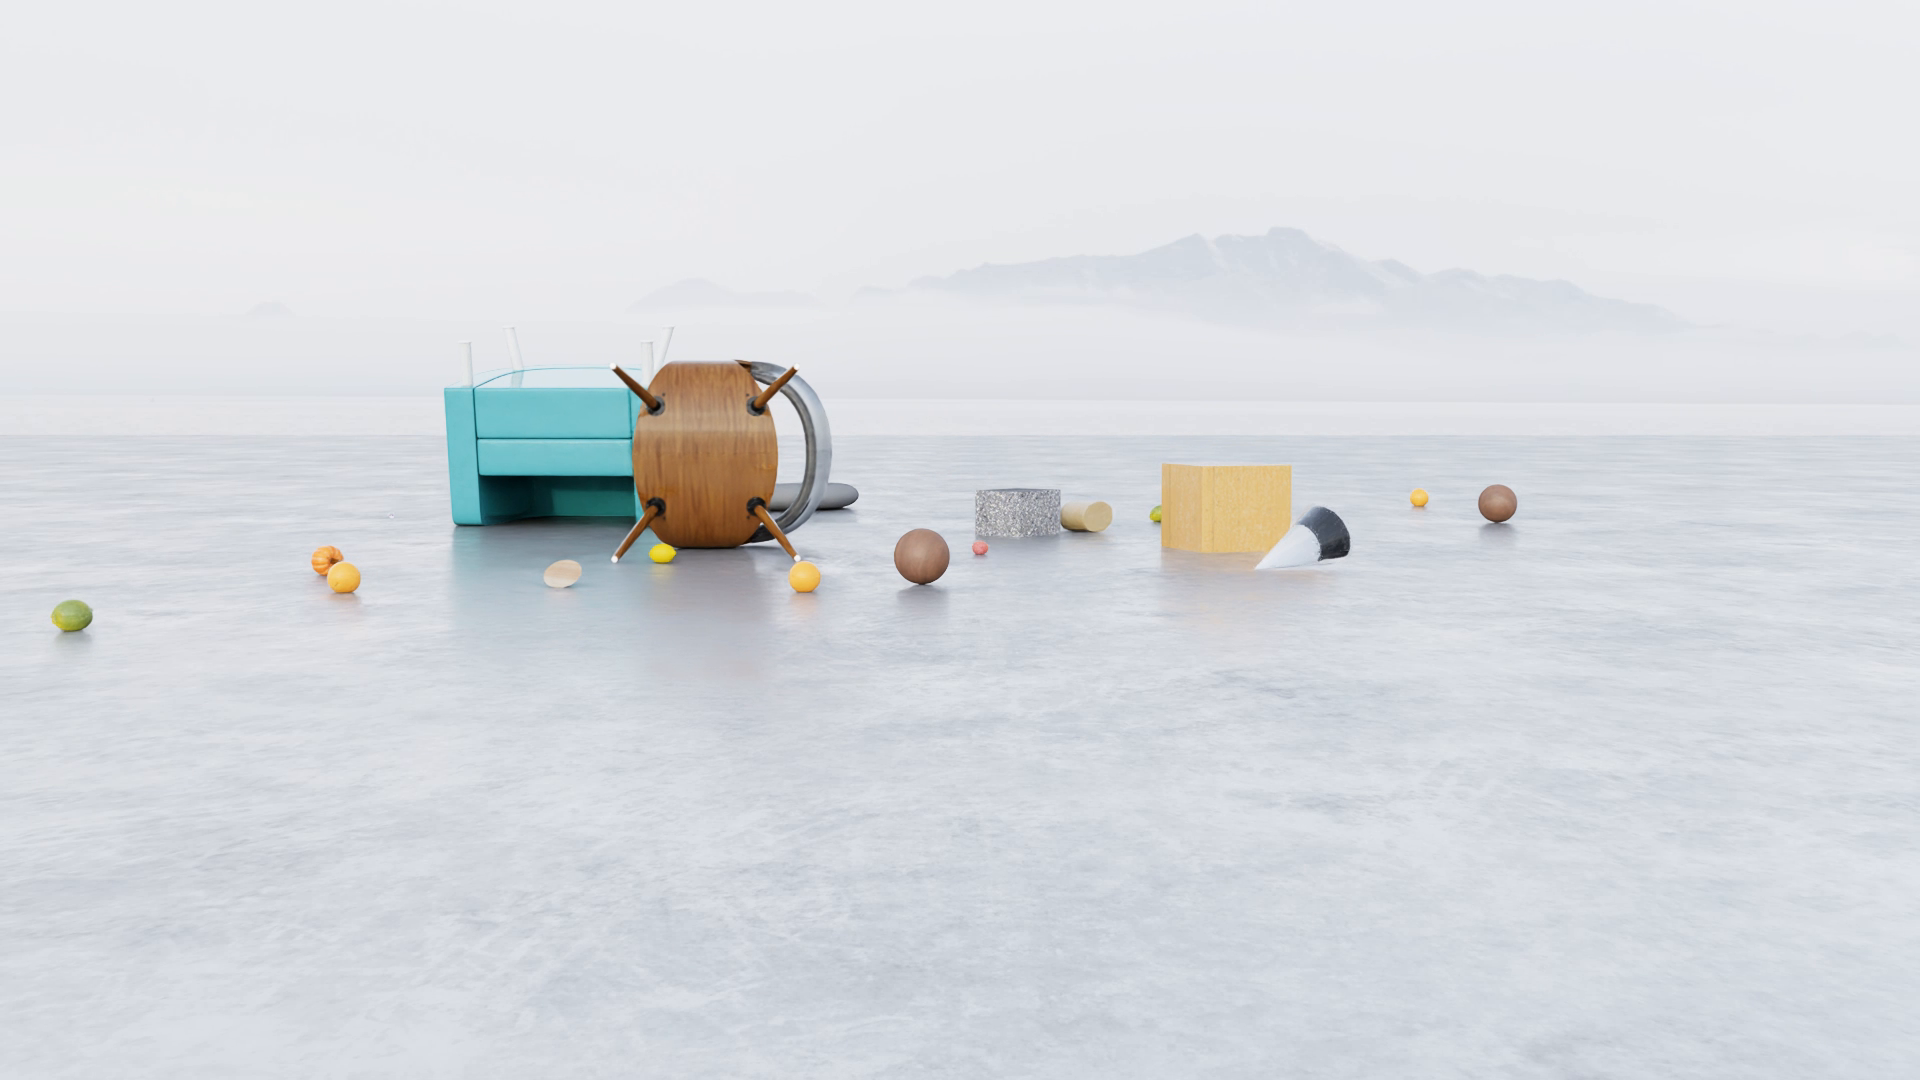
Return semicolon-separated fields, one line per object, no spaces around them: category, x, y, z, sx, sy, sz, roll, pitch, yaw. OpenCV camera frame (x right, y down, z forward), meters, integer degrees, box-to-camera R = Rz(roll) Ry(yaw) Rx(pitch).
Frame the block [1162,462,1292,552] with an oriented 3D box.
block;0.748;-0.095;6.198;0.271;0.238;0.273;-1;4;-19

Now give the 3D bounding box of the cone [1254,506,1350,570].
cone;0.836;0.030;5.569;0.299;0.148;0.162;-23;54;-41

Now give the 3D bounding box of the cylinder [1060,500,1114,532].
cylinder;0.397;-0.076;6.945;0.128;0.095;0.119;-15;12;-37

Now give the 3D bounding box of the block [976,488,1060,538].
block;0.180;-0.086;6.796;0.172;0.137;0.210;3;5;38

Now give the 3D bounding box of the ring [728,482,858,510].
ring;-0.624;-0.163;8.260;0.540;0.092;0.401;-4;5;-42

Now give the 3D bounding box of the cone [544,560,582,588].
cone;-0.900;0.090;5.015;0.090;0.041;0.084;7;50;19
